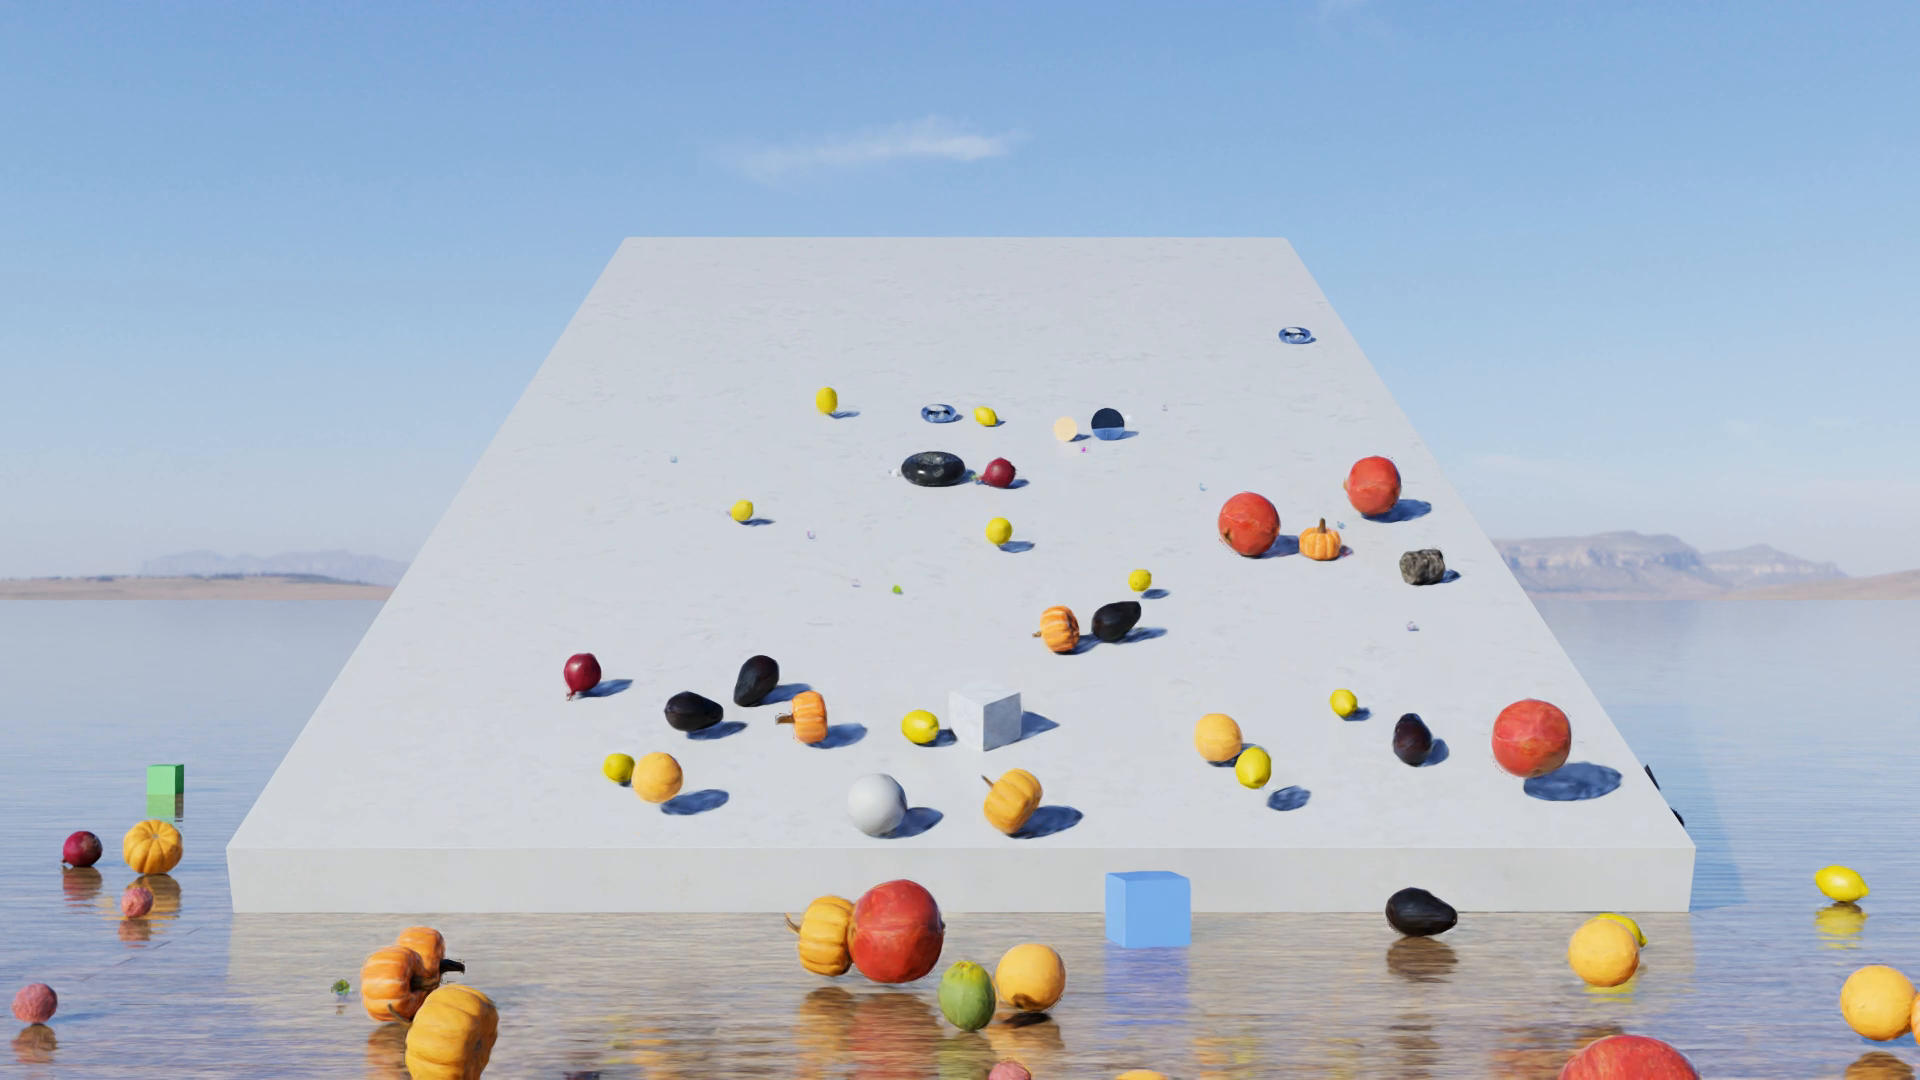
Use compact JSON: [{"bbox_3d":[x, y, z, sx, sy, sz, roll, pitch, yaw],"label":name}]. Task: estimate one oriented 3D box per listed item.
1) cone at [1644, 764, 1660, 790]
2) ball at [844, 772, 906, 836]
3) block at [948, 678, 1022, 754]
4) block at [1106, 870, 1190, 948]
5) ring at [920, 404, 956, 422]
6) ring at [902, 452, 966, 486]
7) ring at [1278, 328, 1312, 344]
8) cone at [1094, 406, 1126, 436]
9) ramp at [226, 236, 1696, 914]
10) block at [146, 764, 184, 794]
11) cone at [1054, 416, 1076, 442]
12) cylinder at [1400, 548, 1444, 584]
[{"bbox_3d":[1.549,0.531,5.093,0.056,0.056,0.056,0,-1,0],"label":"cone"},{"bbox_3d":[-0.116,0.362,3.102,0.085,0.085,0.085,0,-1,0],"label":"ball"},{"bbox_3d":[0.037,0.263,3.397,0.077,0.077,0.077,-17,26,-39],"label":"block"},{"bbox_3d":[0.236,0.464,2.842,0.084,0.084,0.084,0,-1,-13],"label":"block"},{"bbox_3d":[-0.048,-0.281,5.006,0.080,0.027,0.080,-1,19,0],"label":"ring"},{"bbox_3d":[-0.055,-0.145,4.598,0.131,0.044,0.131,-1,21,0],"label":"ring"},{"bbox_3d":[0.839,-0.513,5.664,0.083,0.028,0.083,-1,20,0],"label":"ring"},{"bbox_3d":[0.317,-0.245,4.897,0.072,0.072,0.072,0,-20,-9],"label":"cone"},{"bbox_3d":[-0.005,-0.202,4.974,2.000,0.100,4.000,0,20,0],"label":"ramp"},{"bbox_3d":[-1.748,0.526,4.971,0.061,0.061,0.061,0,-1,-1],"label":"block"},{"bbox_3d":[0.235,-0.234,4.879,0.054,0.054,0.054,-1,-9,21],"label":"cone"},{"bbox_3d":[0.826,0.047,4.036,0.057,0.057,0.057,-8,1,-18],"label":"cylinder"}]
